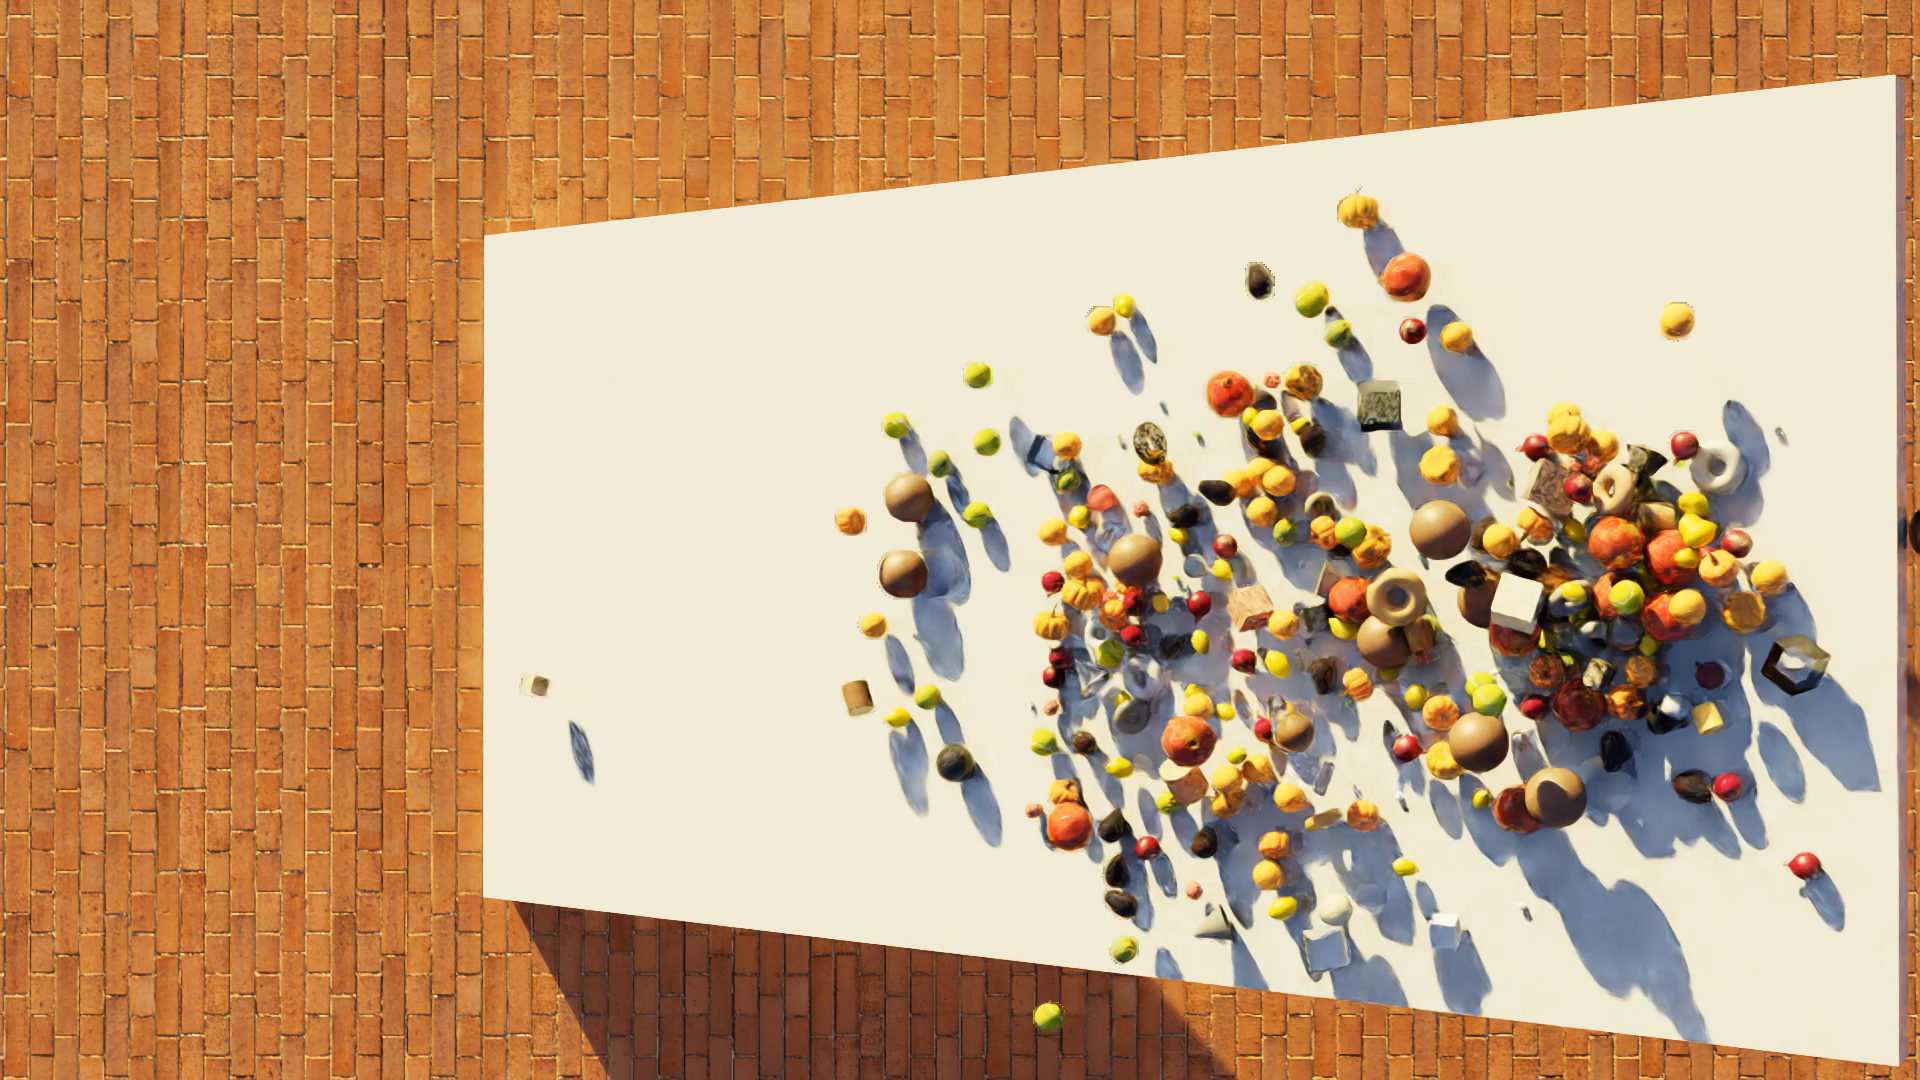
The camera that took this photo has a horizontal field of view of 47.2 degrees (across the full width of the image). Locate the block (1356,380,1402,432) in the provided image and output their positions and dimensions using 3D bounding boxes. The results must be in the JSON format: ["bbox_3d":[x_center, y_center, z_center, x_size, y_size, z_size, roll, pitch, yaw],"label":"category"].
[{"bbox_3d":[0.943,-0.303,4.950,0.090,0.090,0.090,-4,110,6],"label":"block"}]

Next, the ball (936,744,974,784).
[{"bbox_3d":[-0.012,0.574,5.637,0.099,0.099,0.099,0,90,0],"label":"ball"}]

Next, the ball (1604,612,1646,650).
[{"bbox_3d":[1.398,0.191,4.624,0.081,0.081,0.081,0,90,0],"label":"ball"}]

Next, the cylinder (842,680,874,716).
[{"bbox_3d":[-0.267,0.413,5.749,0.073,0.073,0.073,-17,70,0],"label":"cylinder"}]

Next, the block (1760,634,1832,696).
[{"bbox_3d":[1.703,0.254,4.480,0.082,0.082,0.082,-12,129,-29],"label":"block"}]

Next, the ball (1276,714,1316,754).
[{"bbox_3d":[0.741,0.428,4.858,0.086,0.086,0.086,0,90,0],"label":"ball"}]

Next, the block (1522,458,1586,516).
[{"bbox_3d":[1.276,-0.114,4.726,0.094,0.094,0.094,22,96,6],"label":"block"}]

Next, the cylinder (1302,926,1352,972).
[{"bbox_3d":[0.844,0.940,5.064,0.096,0.096,0.096,-10,82,0],"label":"cylinder"}]

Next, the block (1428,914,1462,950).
[{"bbox_3d":[1.084,0.875,4.915,0.058,0.058,0.058,-3,105,24],"label":"block"}]

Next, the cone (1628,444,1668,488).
[{"bbox_3d":[1.436,-0.142,4.646,0.090,0.090,0.090,24,87,0],"label":"cone"}]

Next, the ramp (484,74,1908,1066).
[{"bbox_3d":[0.253,0.069,5.584,4.000,0.100,2.000,0,89,34],"label":"ramp"}]

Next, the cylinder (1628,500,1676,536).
[{"bbox_3d":[1.466,-0.046,4.657,0.070,0.070,0.070,-6,90,-13],"label":"cylinder"}]

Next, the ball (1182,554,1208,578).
[{"bbox_3d":[0.564,0.063,5.269,0.060,0.060,0.060,0,90,0],"label":"ball"}]

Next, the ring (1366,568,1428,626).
[{"bbox_3d":[0.967,0.126,4.873,0.134,0.045,0.134,2,100,10],"label":"ring"}]

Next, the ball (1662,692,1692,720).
[{"bbox_3d":[1.502,0.349,4.610,0.059,0.059,0.059,0,90,0],"label":"ball"}]

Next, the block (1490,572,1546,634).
[{"bbox_3d":[1.184,0.135,4.668,0.088,0.088,0.088,17,75,21],"label":"block"}]

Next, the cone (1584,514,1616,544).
[{"bbox_3d":[1.354,-0.036,4.681,0.067,0.067,0.067,-12,64,26],"label":"cone"}]

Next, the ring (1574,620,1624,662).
[{"bbox_3d":[1.375,0.217,4.723,0.110,0.110,0.037,30,51,0],"label":"ring"}]

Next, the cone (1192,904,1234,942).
[{"bbox_3d":[0.590,0.925,5.216,0.093,0.093,0.093,-23,90,9],"label":"cone"}]

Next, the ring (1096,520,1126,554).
[{"bbox_3d":[0.372,-0.007,5.429,0.083,0.028,0.083,0,90,34],"label":"ring"}]

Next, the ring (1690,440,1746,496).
[{"bbox_3d":[1.589,-0.152,4.611,0.117,0.039,0.117,-1,89,39],"label":"ring"}]

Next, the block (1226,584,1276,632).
[{"bbox_3d":[0.683,0.159,5.164,0.075,0.075,0.075,-13,60,-16],"label":"block"}]

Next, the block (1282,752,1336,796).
[{"bbox_3d":[0.795,0.530,5.005,0.078,0.078,0.078,19,87,31],"label":"block"}]

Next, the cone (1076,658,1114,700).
[{"bbox_3d":[0.311,0.325,5.421,0.096,0.096,0.096,-38,67,0],"label":"cone"}]

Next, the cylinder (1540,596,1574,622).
[{"bbox_3d":[1.299,0.152,4.786,0.054,0.054,0.054,-3,95,-41],"label":"cylinder"}]

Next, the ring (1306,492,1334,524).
[{"bbox_3d":[0.834,-0.074,5.095,0.075,0.025,0.075,-5,104,-20],"label":"ring"}]

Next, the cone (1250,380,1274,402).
[{"bbox_3d":[0.717,-0.345,5.198,0.053,0.053,0.053,12,90,7],"label":"cone"}]

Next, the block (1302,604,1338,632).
[{"bbox_3d":[0.835,0.180,5.103,0.053,0.053,0.053,-16,81,34],"label":"block"}]

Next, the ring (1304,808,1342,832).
[{"bbox_3d":[0.838,0.645,5.069,0.094,0.094,0.031,-22,78,0],"label":"ring"}]

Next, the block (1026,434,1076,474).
[{"bbox_3d":[0.227,-0.215,5.498,0.075,0.075,0.075,30,106,30],"label":"block"}]

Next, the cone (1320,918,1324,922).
[{"bbox_3d":[0.845,0.870,5.079,0.060,0.060,0.060,10,109,31],"label":"cone"}]

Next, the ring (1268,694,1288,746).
[{"bbox_3d":[0.725,0.408,4.988,0.041,0.123,0.123,-10,90,5],"label":"ring"}]

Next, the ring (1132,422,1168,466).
[{"bbox_3d":[0.454,-0.230,5.253,0.036,0.107,0.107,-19,89,43],"label":"ring"}]

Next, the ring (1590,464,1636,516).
[{"bbox_3d":[1.377,-0.105,4.637,0.037,0.111,0.111,15,89,-28],"label":"ring"}]

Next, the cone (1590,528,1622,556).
[{"bbox_3d":[1.380,-0.002,4.733,0.068,0.068,0.068,0,89,34],"label":"cone"}]

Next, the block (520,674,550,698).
[{"bbox_3d":[-1.233,0.423,6.394,0.054,0.054,0.054,23,77,-38],"label":"block"}]

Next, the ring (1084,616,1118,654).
[{"bbox_3d":[0.349,0.234,5.440,0.094,0.031,0.094,-1,87,34],"label":"ring"}]

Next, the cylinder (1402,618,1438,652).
[{"bbox_3d":[1.024,0.211,4.899,0.062,0.062,0.062,-17,91,0],"label":"cylinder"}]

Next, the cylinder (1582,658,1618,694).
[{"bbox_3d":[1.346,0.285,4.627,0.057,0.057,0.057,22,103,0],"label":"cylinder"}]

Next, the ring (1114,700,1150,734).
[{"bbox_3d":[0.420,0.431,5.364,0.091,0.030,0.091,-4,112,-9],"label":"ring"}]

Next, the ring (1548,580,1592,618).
[{"bbox_3d":[1.300,0.125,4.687,0.103,0.103,0.034,-25,55,0],"label":"ring"}]

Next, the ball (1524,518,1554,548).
[{"bbox_3d":[1.263,-0.016,4.792,0.063,0.063,0.063,0,90,0],"label":"ball"}]

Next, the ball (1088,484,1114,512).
[{"bbox_3d":[0.348,-0.104,5.422,0.067,0.067,0.067,0,90,0],"label":"ball"}]

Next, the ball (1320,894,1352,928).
[{"bbox_3d":[0.855,0.842,5.003,0.076,0.076,0.076,0,90,0],"label":"ball"}]

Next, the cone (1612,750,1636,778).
[{"bbox_3d":[1.436,0.490,4.717,0.055,0.055,0.055,-38,97,0],"label":"cone"}]

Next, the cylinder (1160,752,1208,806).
[{"bbox_3d":[0.534,0.568,5.232,0.089,0.089,0.089,-33,120,0],"label":"cylinder"}]

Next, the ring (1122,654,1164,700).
[{"bbox_3d":[0.447,0.335,5.371,0.111,0.037,0.111,1,91,33],"label":"ring"}]
